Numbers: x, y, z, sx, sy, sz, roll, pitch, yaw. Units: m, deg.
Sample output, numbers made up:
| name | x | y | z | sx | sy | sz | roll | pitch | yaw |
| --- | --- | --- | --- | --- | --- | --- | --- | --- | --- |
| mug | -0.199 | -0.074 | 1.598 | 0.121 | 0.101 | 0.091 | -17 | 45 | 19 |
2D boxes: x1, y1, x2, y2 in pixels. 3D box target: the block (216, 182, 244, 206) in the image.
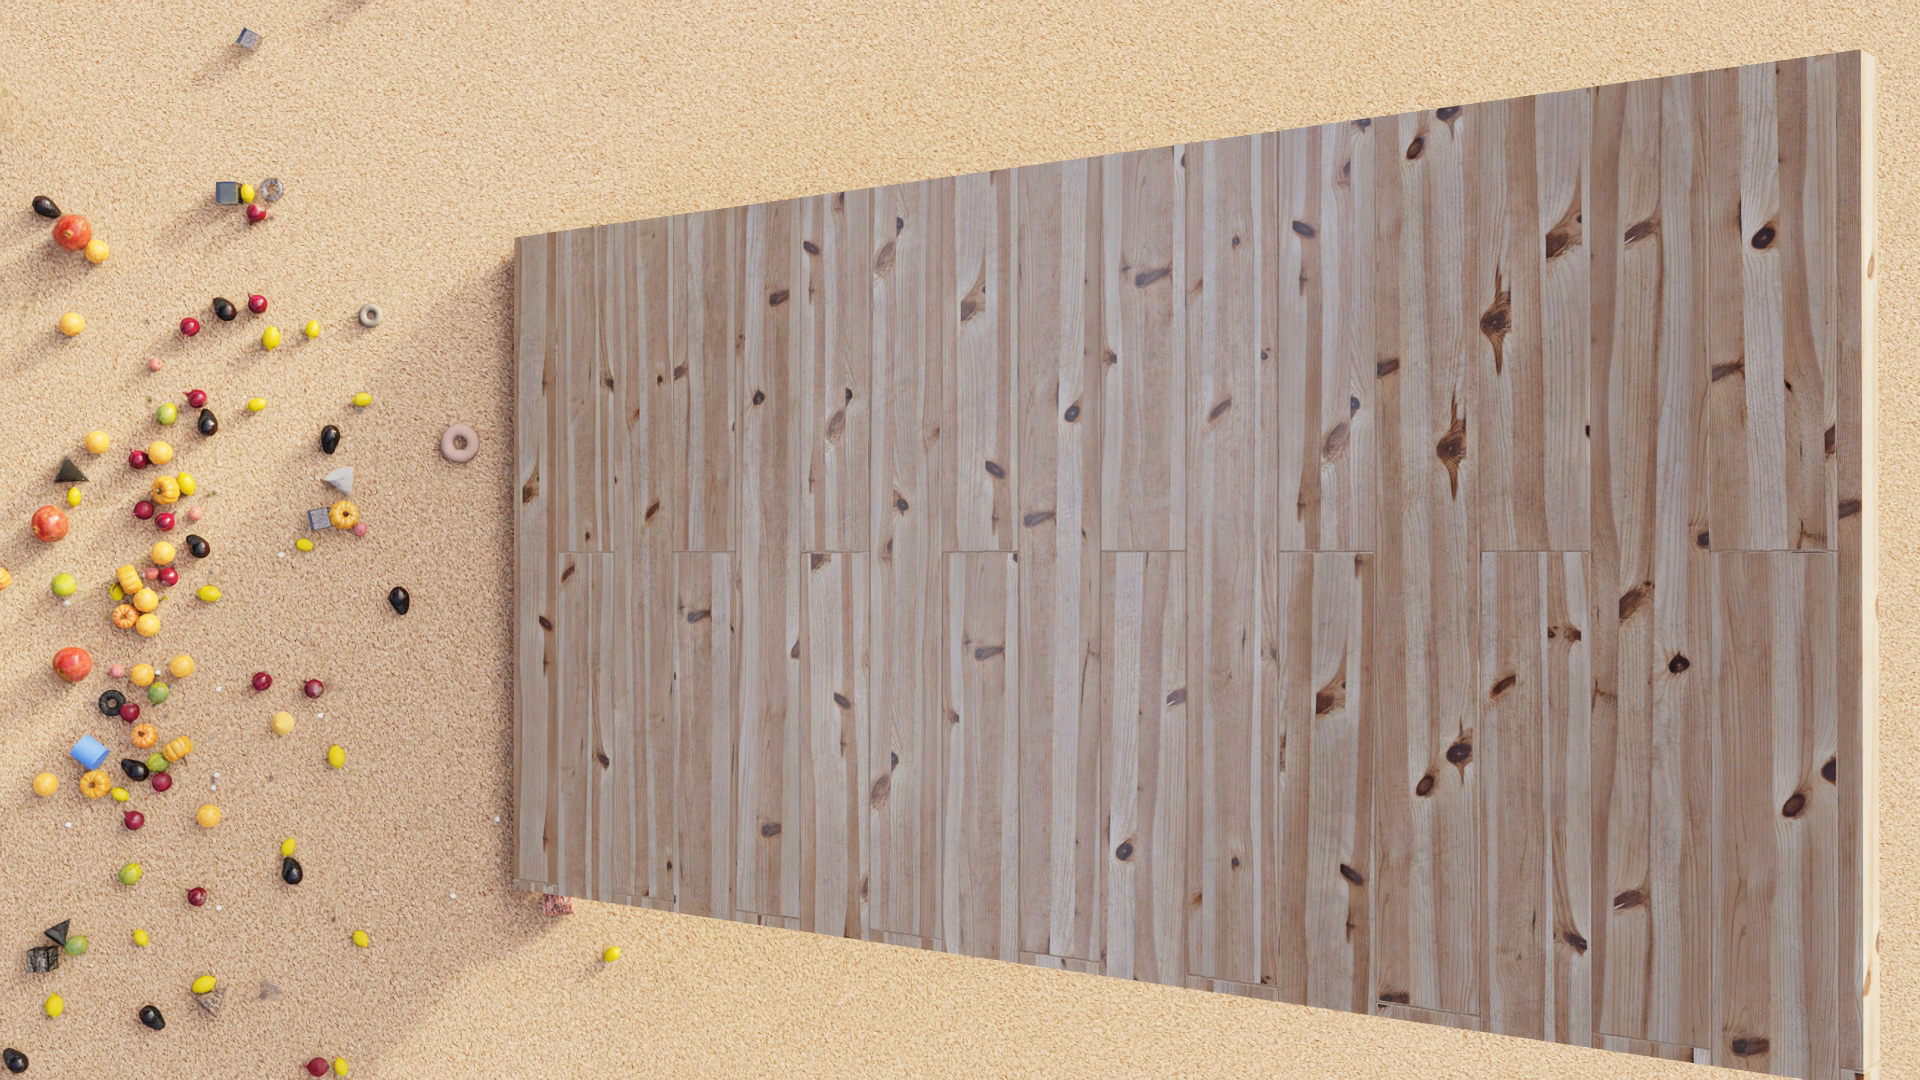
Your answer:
| name | x | y | z | sx | sy | sz | roll | pitch | yaw |
| --- | --- | --- | --- | --- | --- | --- | --- | --- | --- |
| block | -2.260 | -1.072 | 6.805 | 0.063 | 0.063 | 0.063 | -1 | 90 | 0 |

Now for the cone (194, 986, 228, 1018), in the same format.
| name | x | y | z | sx | sy | sz | roll | pitch | yaw |
| --- | --- | --- | --- | --- | --- | --- | --- | --- | --- |
| cone | -2.298 | 1.413 | 6.800 | 0.092 | 0.092 | 0.092 | 41 | 63 | 0 |

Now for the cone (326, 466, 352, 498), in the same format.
| name | x | y | z | sx | sy | sz | roll | pitch | yaw |
| --- | --- | --- | --- | --- | --- | --- | --- | --- | --- |
| cone | -1.907 | -0.167 | 6.811 | 0.090 | 0.090 | 0.090 | -17 | 116 | 0 |

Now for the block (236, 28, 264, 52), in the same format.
| name | x | y | z | sx | sy | sz | roll | pitch | yaw |
| --- | --- | --- | --- | --- | --- | --- | --- | --- | --- |
| block | -2.199 | -1.549 | 6.814 | 0.052 | 0.052 | 0.052 | 28 | 90 | 0 |

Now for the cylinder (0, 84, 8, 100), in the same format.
| name | x | y | z | sx | sy | sz | roll | pitch | yaw |
| --- | --- | --- | --- | --- | --- | --- | --- | --- | --- |
| cylinder | -2.999 | -1.386 | 6.802 | 0.074 | 0.074 | 0.074 | 40 | 90 | 0 |

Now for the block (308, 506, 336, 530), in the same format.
| name | x | y | z | sx | sy | sz | roll | pitch | yaw |
| --- | --- | --- | --- | --- | --- | --- | --- | --- | --- |
| block | -1.974 | -0.066 | 6.800 | 0.061 | 0.061 | 0.061 | -13 | 90 | 0 |

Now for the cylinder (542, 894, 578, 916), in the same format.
| name | x | y | z | sx | sy | sz | roll | pitch | yaw |
| --- | --- | --- | --- | --- | --- | --- | --- | --- | --- |
| cylinder | -1.234 | 1.112 | 6.780 | 0.086 | 0.086 | 0.086 | -8 | 90 | 7 |

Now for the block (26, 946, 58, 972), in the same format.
| name | x | y | z | sx | sy | sz | roll | pitch | yaw |
| --- | --- | --- | --- | --- | --- | --- | --- | --- | --- |
| block | -2.831 | 1.295 | 6.788 | 0.068 | 0.068 | 0.068 | -3 | 90 | 0 |

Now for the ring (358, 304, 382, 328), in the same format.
| name | x | y | z | sx | sy | sz | roll | pitch | yaw |
| --- | --- | --- | --- | --- | --- | --- | --- | --- | --- |
| ring | -1.828 | -0.697 | 6.822 | 0.075 | 0.025 | 0.075 | 0 | 91 | 0 |

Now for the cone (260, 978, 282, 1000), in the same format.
| name | x | y | z | sx | sy | sz | roll | pitch | yaw |
| --- | --- | --- | --- | --- | --- | --- | --- | --- | --- |
| cone | -2.144 | 1.380 | 6.807 | 0.065 | 0.065 | 0.065 | -31 | 63 | 0 |

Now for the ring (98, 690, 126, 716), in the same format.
| name | x | y | z | sx | sy | sz | roll | pitch | yaw |
| --- | --- | --- | --- | --- | --- | --- | --- | --- | --- |
| ring | -2.626 | 0.505 | 6.813 | 0.083 | 0.028 | 0.083 | 0 | 90 | -1 |

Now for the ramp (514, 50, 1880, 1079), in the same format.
| name | x | y | z | sx | sy | sz | roll | pitch | yaw |
| --- | --- | --- | --- | --- | --- | --- | --- | --- | --- |
| ramp | 0.215 | 0.062 | 5.531 | 4.000 | 0.100 | 2.000 | 0 | 90 | 39 |

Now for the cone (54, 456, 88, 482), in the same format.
| name | x | y | z | sx | sy | sz | roll | pitch | yaw |
| --- | --- | --- | --- | --- | --- | --- | --- | --- | --- |
| cone | -2.743 | -0.202 | 6.811 | 0.093 | 0.093 | 0.093 | 25 | 90 | -26 |

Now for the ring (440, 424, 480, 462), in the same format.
| name | x | y | z | sx | sy | sz | roll | pitch | yaw |
| --- | --- | --- | --- | --- | --- | --- | --- | --- | --- |
| ring | -1.548 | -0.299 | 6.812 | 0.122 | 0.041 | 0.122 | 0 | 91 | 0 |

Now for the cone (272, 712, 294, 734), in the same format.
| name | x | y | z | sx | sy | sz | roll | pitch | yaw |
| --- | --- | --- | --- | --- | --- | --- | --- | --- | --- |
| cone | -2.103 | 0.569 | 6.791 | 0.072 | 0.072 | 0.072 | 0 | 90 | 0 |

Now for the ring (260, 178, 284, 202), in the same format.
| name | x | y | z | sx | sy | sz | roll | pitch | yaw |
| --- | --- | --- | --- | --- | --- | --- | --- | --- | --- |
| ring | -2.136 | -1.086 | 6.824 | 0.078 | 0.026 | 0.078 | 0 | 90 | -1 |
